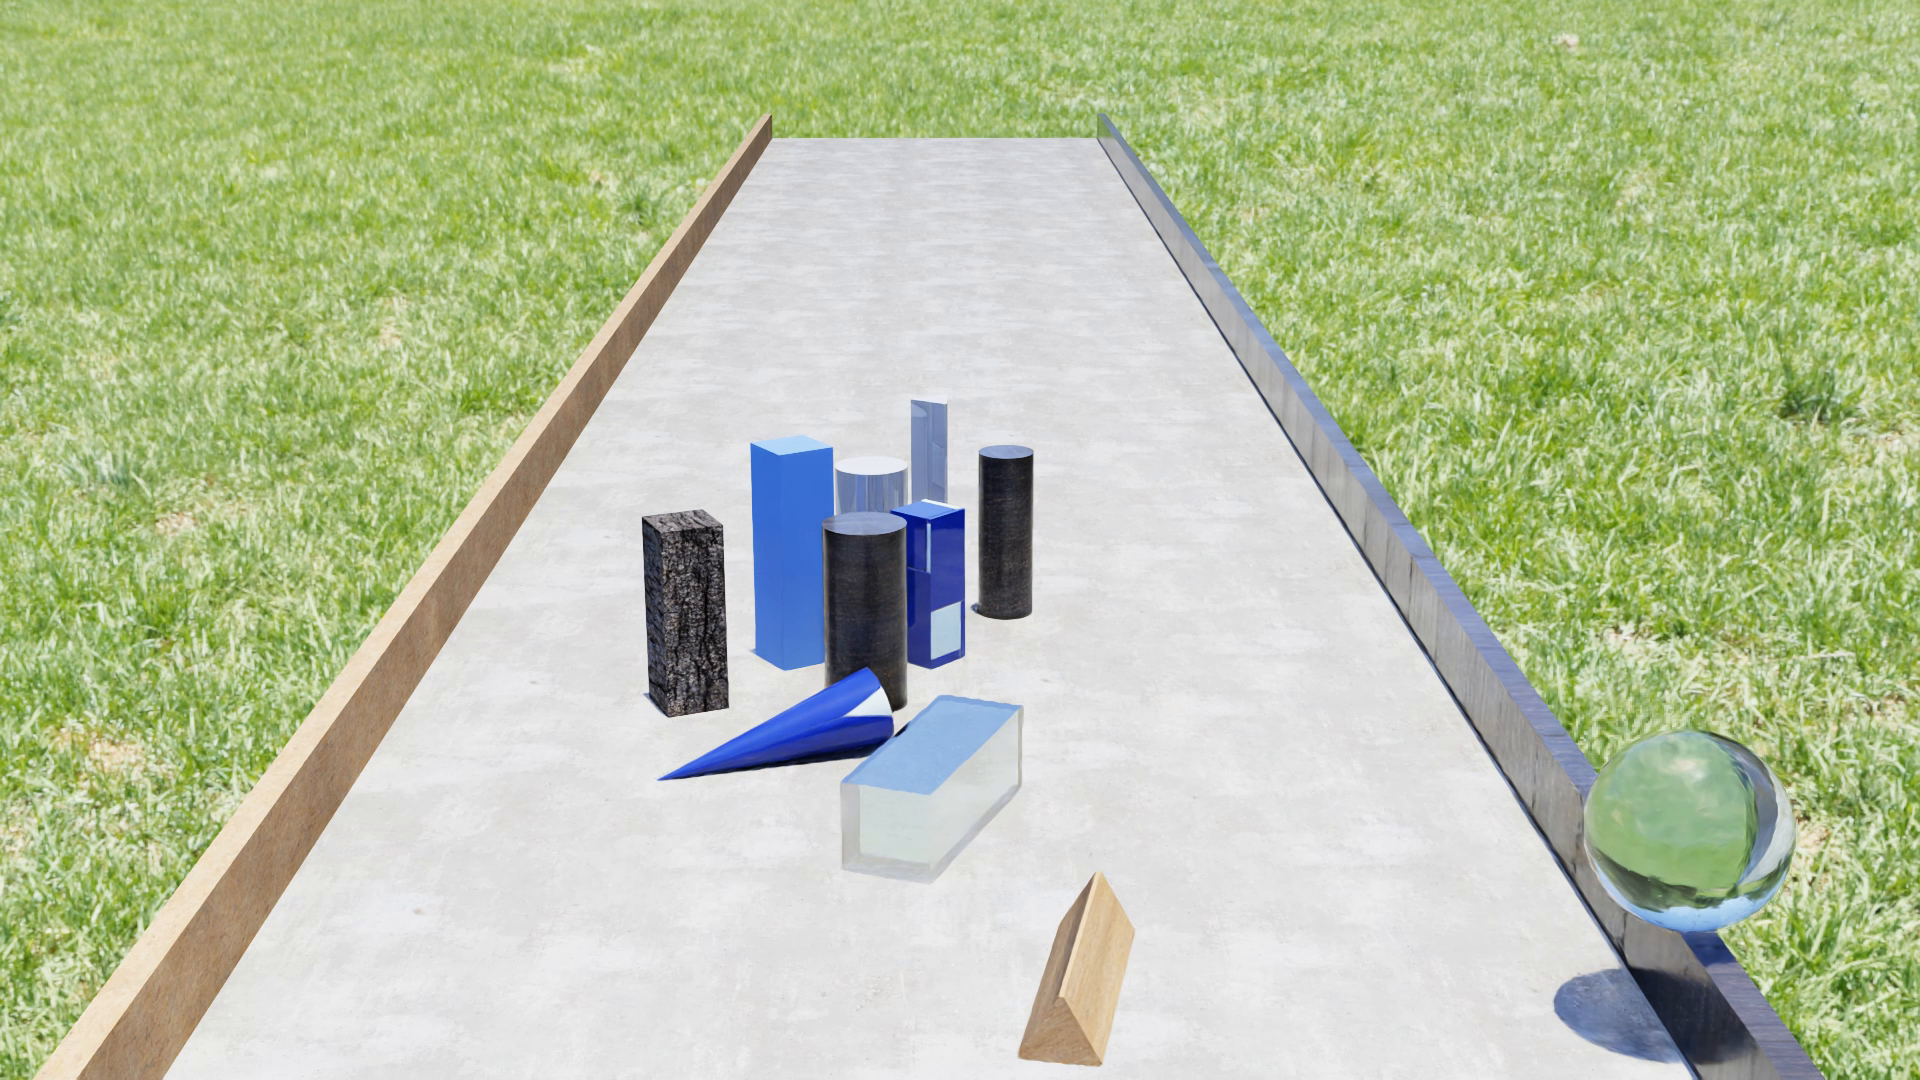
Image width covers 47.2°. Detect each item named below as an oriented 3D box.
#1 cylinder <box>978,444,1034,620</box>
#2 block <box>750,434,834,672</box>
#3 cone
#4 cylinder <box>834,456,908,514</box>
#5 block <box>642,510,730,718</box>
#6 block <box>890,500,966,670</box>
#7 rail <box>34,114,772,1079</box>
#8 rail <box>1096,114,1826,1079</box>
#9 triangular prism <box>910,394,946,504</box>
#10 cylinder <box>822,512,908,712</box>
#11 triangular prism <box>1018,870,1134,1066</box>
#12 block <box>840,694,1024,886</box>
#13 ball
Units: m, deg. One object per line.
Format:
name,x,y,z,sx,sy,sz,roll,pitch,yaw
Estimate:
cylinder,0.097,-0.016,4.663,0.117,0.353,0.117,0,17,0
block,-0.330,0.025,4.368,0.120,0.441,0.120,-11,20,-32
cone,-0.342,0.359,3.894,0.431,0.144,0.144,-18,22,-22
cylinder,-0.185,0.003,4.634,0.153,0.332,0.153,0,17,0
block,-0.516,0.137,4.133,0.120,0.361,0.120,-8,18,-24
block,-0.063,0.088,4.386,0.105,0.311,0.105,14,21,38
rail,-1.118,-0.838,7.780,0.050,0.150,12.000,0,17,-1
rail,0.932,-0.844,7.801,0.050,0.150,12.000,0,17,-1
triangular prism,-0.049,-0.112,4.875,0.091,0.416,0.079,10,19,29
cylinder,-0.178,0.138,4.142,0.159,0.353,0.159,0,17,0
triangular prism,0.168,0.587,3.073,0.111,0.096,0.393,3,17,10
block,-0.040,0.402,3.610,0.151,0.151,0.417,6,18,21
ball,0.970,0.386,2.929,0.270,0.270,0.270,0,17,0
